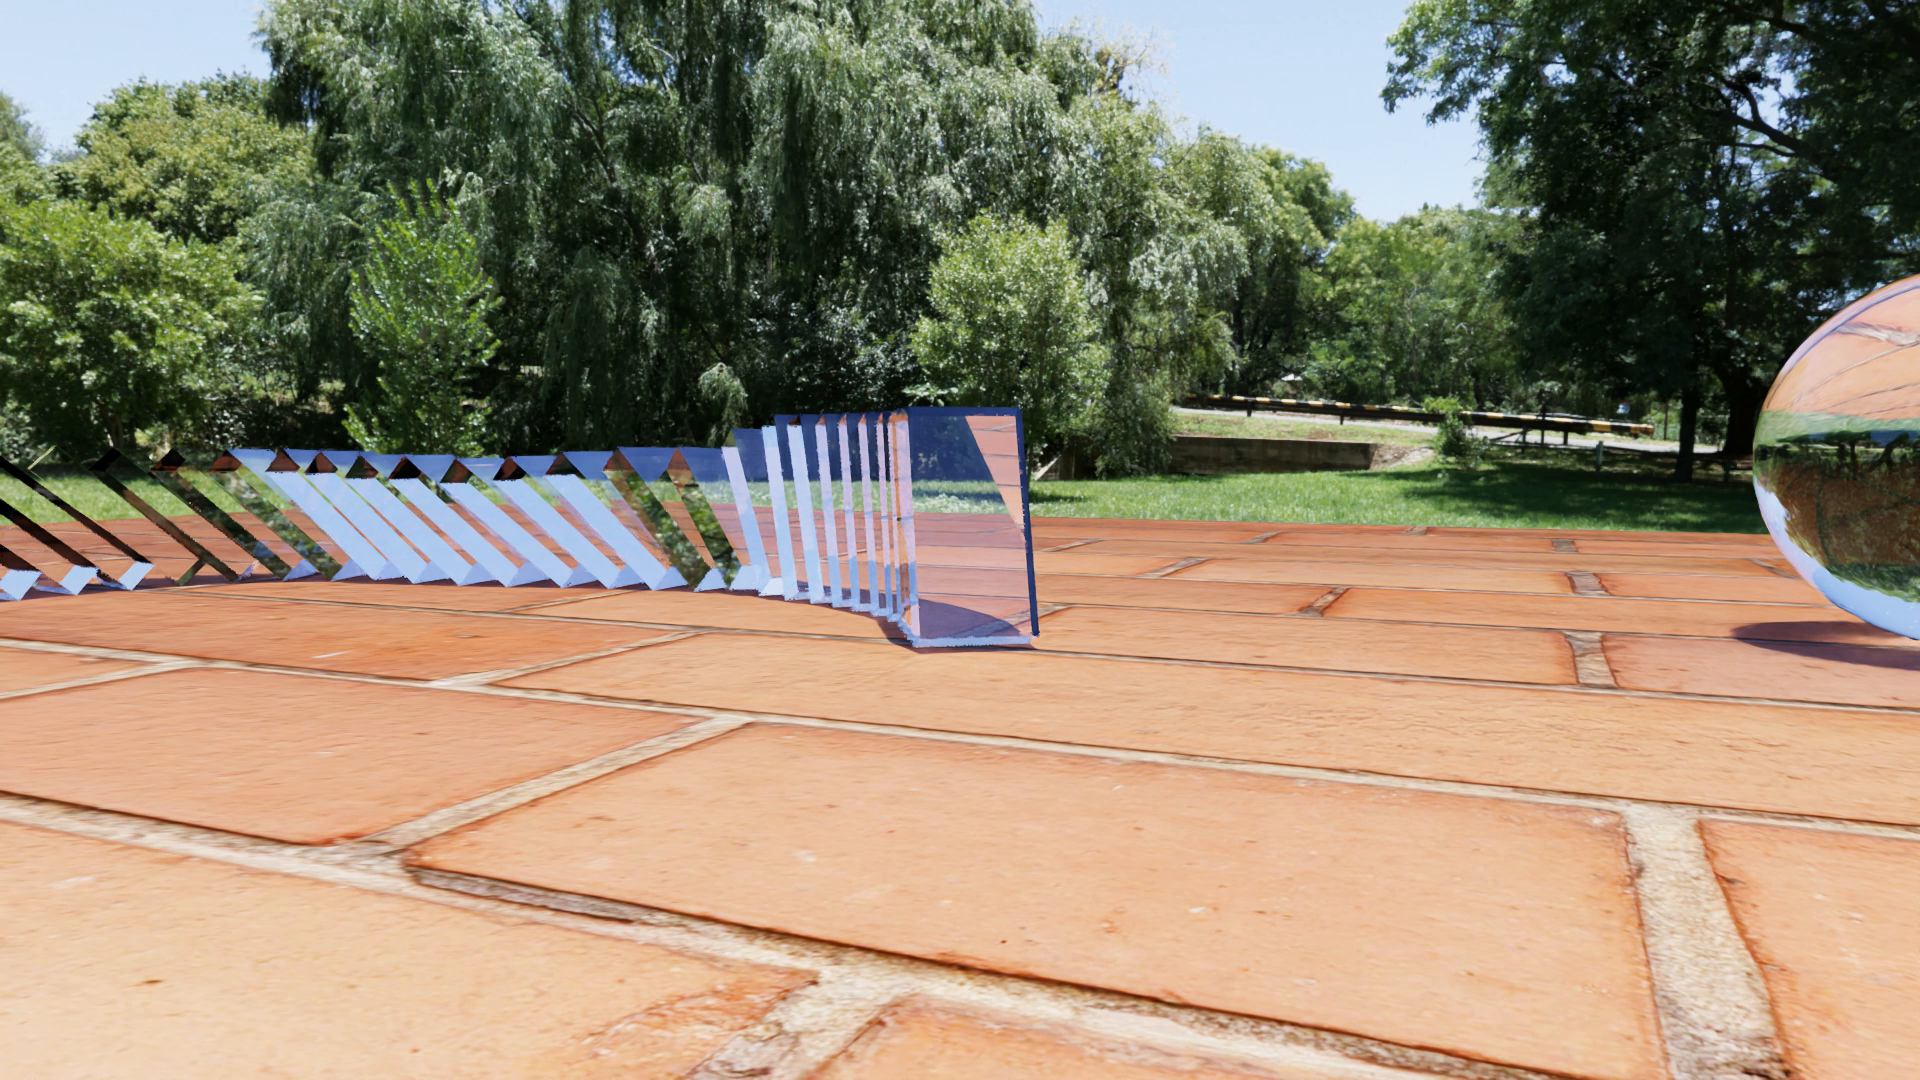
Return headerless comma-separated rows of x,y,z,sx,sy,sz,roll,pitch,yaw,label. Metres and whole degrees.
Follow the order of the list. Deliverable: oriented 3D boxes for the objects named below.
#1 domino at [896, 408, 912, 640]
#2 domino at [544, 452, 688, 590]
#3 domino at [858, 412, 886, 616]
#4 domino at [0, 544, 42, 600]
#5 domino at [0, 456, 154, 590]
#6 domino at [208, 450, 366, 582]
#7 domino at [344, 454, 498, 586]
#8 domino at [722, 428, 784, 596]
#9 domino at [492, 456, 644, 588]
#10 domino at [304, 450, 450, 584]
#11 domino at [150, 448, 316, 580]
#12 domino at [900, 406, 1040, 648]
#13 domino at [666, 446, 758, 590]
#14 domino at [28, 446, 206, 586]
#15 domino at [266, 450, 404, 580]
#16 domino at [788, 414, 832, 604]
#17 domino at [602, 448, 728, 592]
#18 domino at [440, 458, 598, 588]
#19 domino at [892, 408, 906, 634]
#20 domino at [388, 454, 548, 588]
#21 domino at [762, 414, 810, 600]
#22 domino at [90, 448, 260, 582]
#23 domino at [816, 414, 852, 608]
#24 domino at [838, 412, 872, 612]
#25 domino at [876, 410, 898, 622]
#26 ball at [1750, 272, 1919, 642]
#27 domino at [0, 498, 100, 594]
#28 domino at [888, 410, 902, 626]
0.000,-0.004,0.283,0.025,0.050,0.010,-1,-14,-11,domino
-0.099,-0.007,0.388,0.050,0.009,0.025,44,17,12,domino
-0.011,-0.007,0.322,0.025,0.050,0.009,-1,-14,-16,domino
-0.274,-0.003,0.338,0.025,0.009,0.050,2,-35,25,domino
-0.260,-0.005,0.368,0.025,0.009,0.050,4,-36,40,domino
-0.209,-0.008,0.407,0.050,0.010,0.025,42,3,-2,domino
-0.163,-0.007,0.398,0.050,0.010,0.025,41,11,7,domino
-0.050,-0.009,0.370,0.025,0.050,0.009,-1,-31,-33,domino
-0.115,-0.006,0.391,0.050,0.009,0.025,41,14,10,domino
-0.179,-0.008,0.404,0.050,0.009,0.025,43,11,7,domino
-0.225,-0.008,0.404,0.050,0.009,0.025,42,-2,-7,domino
0.002,-0.003,0.273,0.025,0.050,0.009,-1,-14,-11,domino
-0.066,-0.007,0.382,0.025,0.010,0.050,1,45,-43,domino
-0.251,-0.007,0.383,0.025,0.010,0.050,6,-38,53,domino
-0.193,-0.009,0.409,0.050,0.009,0.025,43,10,7,domino
-0.031,-0.009,0.349,0.025,0.050,0.010,-2,-13,-29,domino
-0.083,-0.007,0.385,0.050,0.010,0.025,49,25,19,domino
-0.132,-0.006,0.394,0.050,0.009,0.025,39,11,7,domino
-0.001,-0.005,0.293,0.025,0.050,0.010,-1,-14,-11,domino
-0.148,-0.007,0.395,0.050,0.009,0.025,40,11,6,domino
-0.039,-0.009,0.356,0.025,0.050,0.009,-3,-13,-30,domino
-0.240,-0.008,0.396,0.050,0.010,0.025,44,-11,-16,domino
-0.023,-0.008,0.340,0.025,0.050,0.009,-2,-14,-21,domino
-0.016,-0.008,0.331,0.025,0.050,0.009,-1,-14,-17,domino
-0.006,-0.006,0.312,0.025,0.050,0.010,-1,-14,-12,domino
0.211,-0.017,0.266,0.080,0.080,0.080,0,4,0,ball
-0.268,-0.004,0.354,0.025,0.010,0.050,3,-37,33,domino
-0.003,-0.005,0.303,0.025,0.050,0.009,-1,-14,-11,domino
